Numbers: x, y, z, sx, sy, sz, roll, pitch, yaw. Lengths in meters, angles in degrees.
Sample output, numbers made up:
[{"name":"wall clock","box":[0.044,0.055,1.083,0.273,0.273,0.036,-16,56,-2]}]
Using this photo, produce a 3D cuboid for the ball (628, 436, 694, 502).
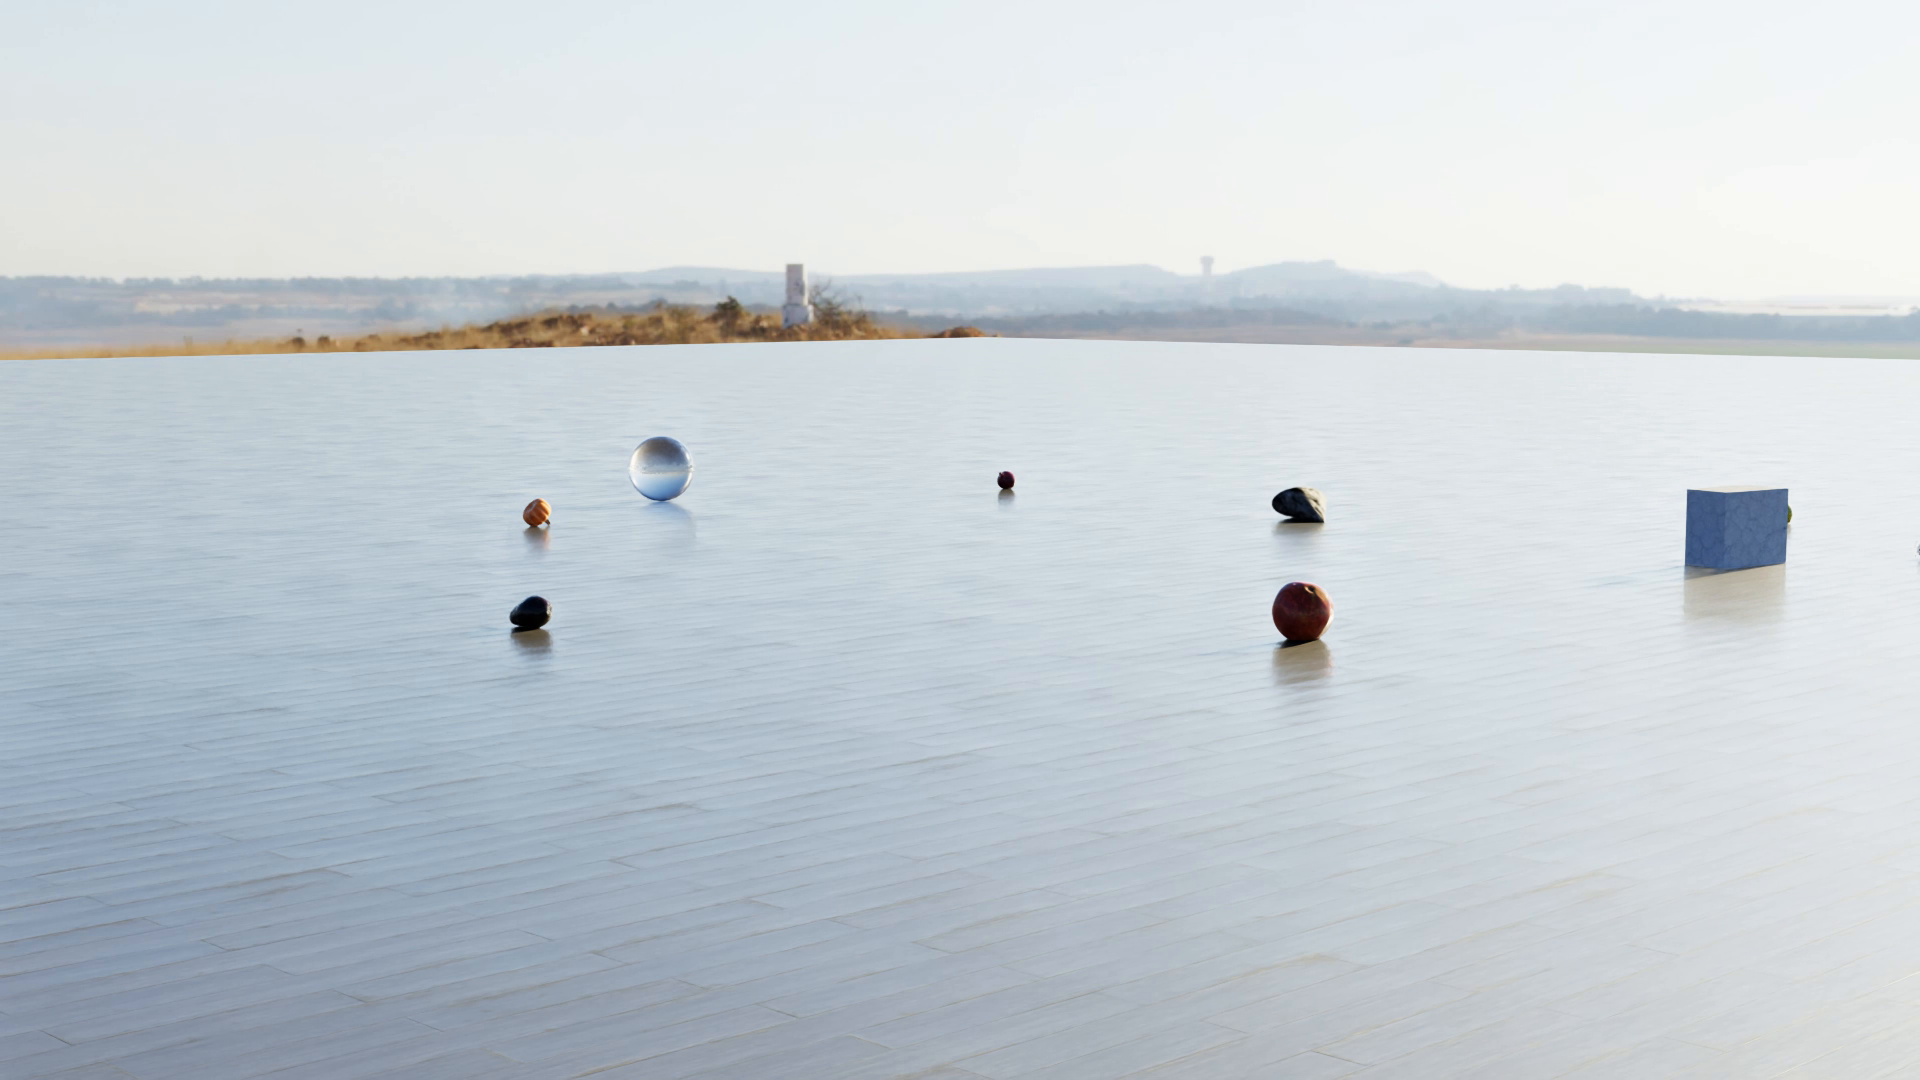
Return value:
[{"name":"ball","box":[-0.873,-0.209,7.503,0.193,0.193,0.193,0,6,0]}]

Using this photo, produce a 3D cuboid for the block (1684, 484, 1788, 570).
[{"name":"block","box":[1.777,-0.031,5.870,0.213,0.173,0.112,-4,7,-33]}]

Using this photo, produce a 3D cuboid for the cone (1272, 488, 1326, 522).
[{"name":"cone","box":[0.951,-0.075,6.932,0.167,0.088,0.163,-1,21,-18]}]
